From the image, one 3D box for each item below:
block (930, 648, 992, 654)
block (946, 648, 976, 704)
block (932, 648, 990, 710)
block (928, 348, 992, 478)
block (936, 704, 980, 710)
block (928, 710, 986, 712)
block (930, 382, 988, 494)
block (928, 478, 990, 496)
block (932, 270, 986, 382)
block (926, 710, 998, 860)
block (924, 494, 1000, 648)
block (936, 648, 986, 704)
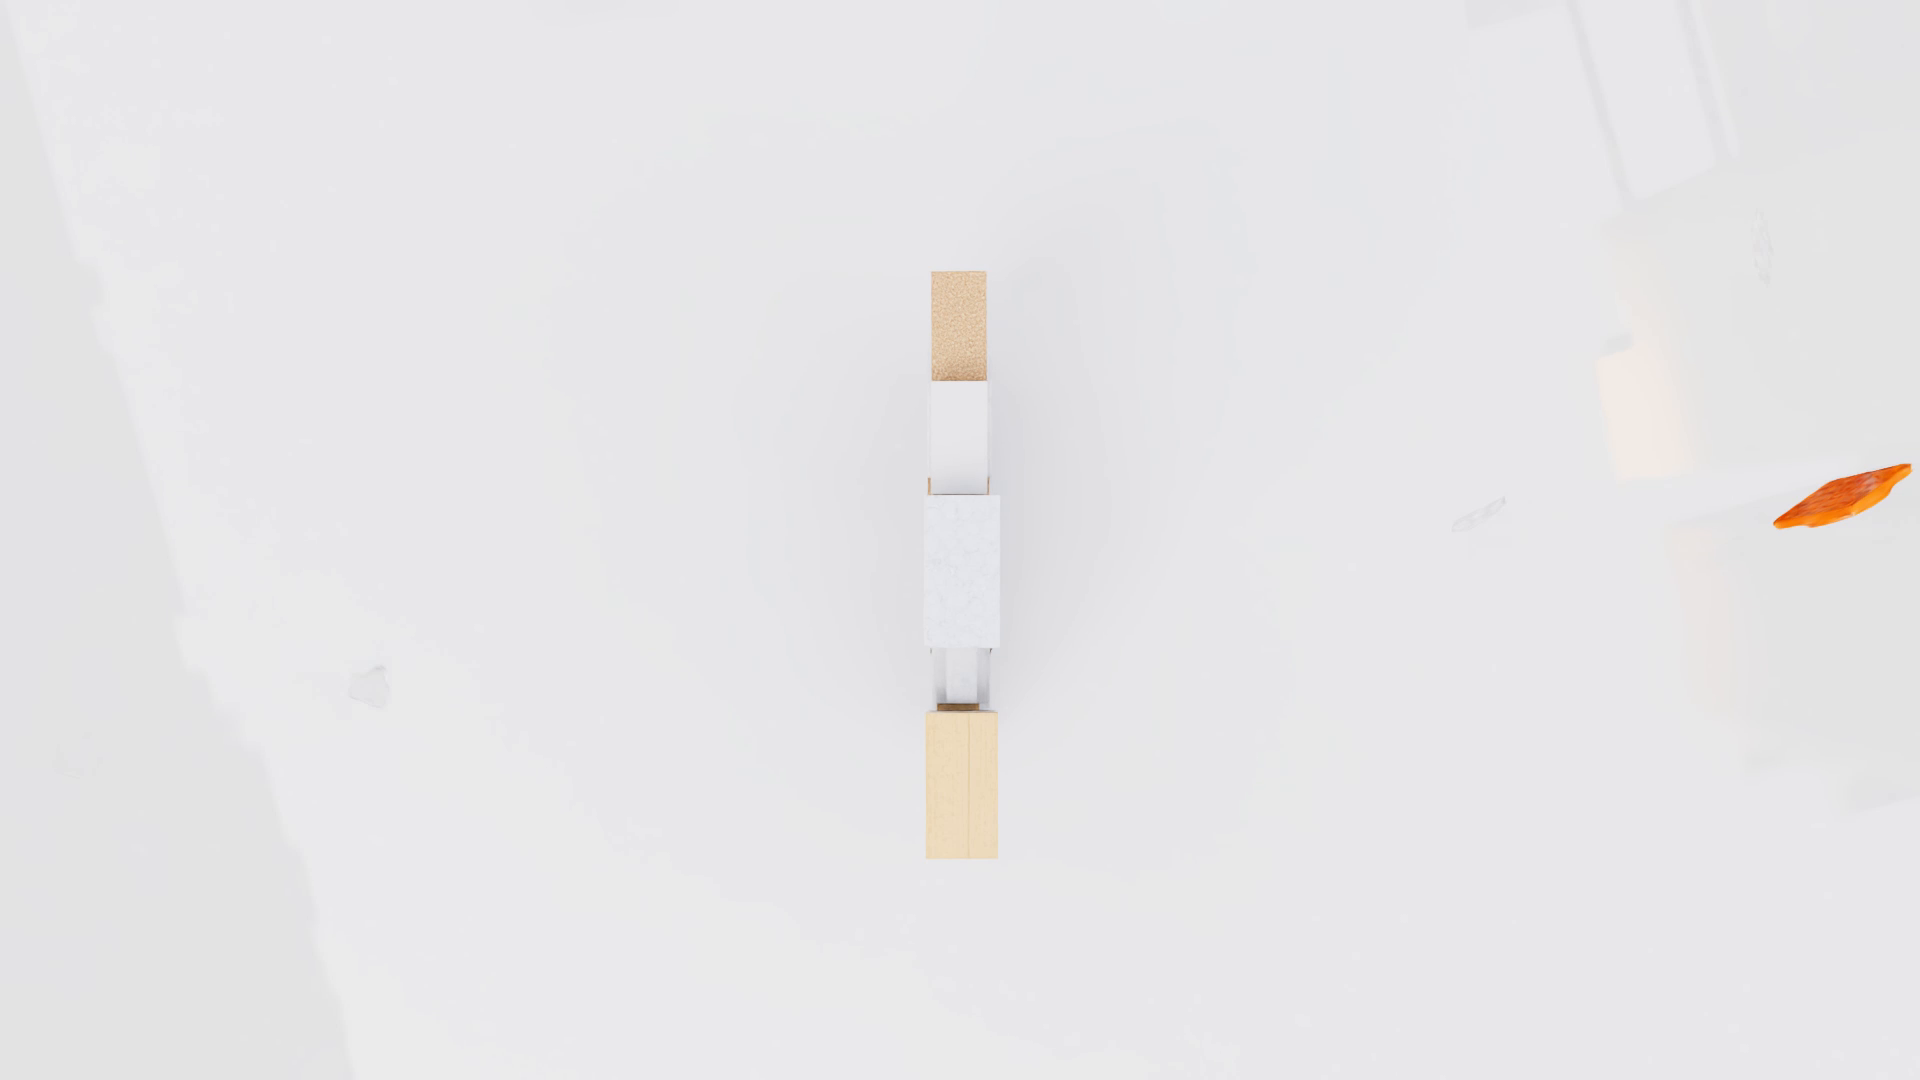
[{"bbox_3d":[0.003,0.147,4.767,0.178,0.050,0.356,0,90,0],"label":"block"},{"bbox_3d":[0.004,0.319,3.952,0.072,0.020,0.143,0,90,0],"label":"block"},{"bbox_3d":[0.002,0.376,4.411,0.154,0.044,0.309,0,90,0],"label":"block"},{"bbox_3d":[0.000,-0.324,4.195,0.163,0.046,0.327,0,90,0],"label":"block"},{"bbox_3d":[-0.005,0.519,4.160,0.107,0.030,0.214,0,90,0],"label":"block"},{"bbox_3d":[0.004,0.451,3.978,0.167,0.333,0.047,0,90,0],"label":"block"},{"bbox_3d":[-0.002,-0.237,3.827,0.130,0.037,0.261,0,90,0],"label":"block"},{"bbox_3d":[-0.003,-0.001,4.129,0.155,0.044,0.310,0,90,0],"label":"block"},{"bbox_3d":[-0.002,-0.502,3.893,0.130,0.037,0.260,0,90,0],"label":"block"},{"bbox_3d":[0.004,0.562,3.788,0.166,0.047,0.333,0,90,0],"label":"block"},{"bbox_3d":[0.005,0.071,3.738,0.172,0.049,0.344,0,90,0],"label":"block"},{"bbox_3d":[0.002,0.283,4.123,0.124,0.035,0.248,0,90,0],"label":"block"}]
